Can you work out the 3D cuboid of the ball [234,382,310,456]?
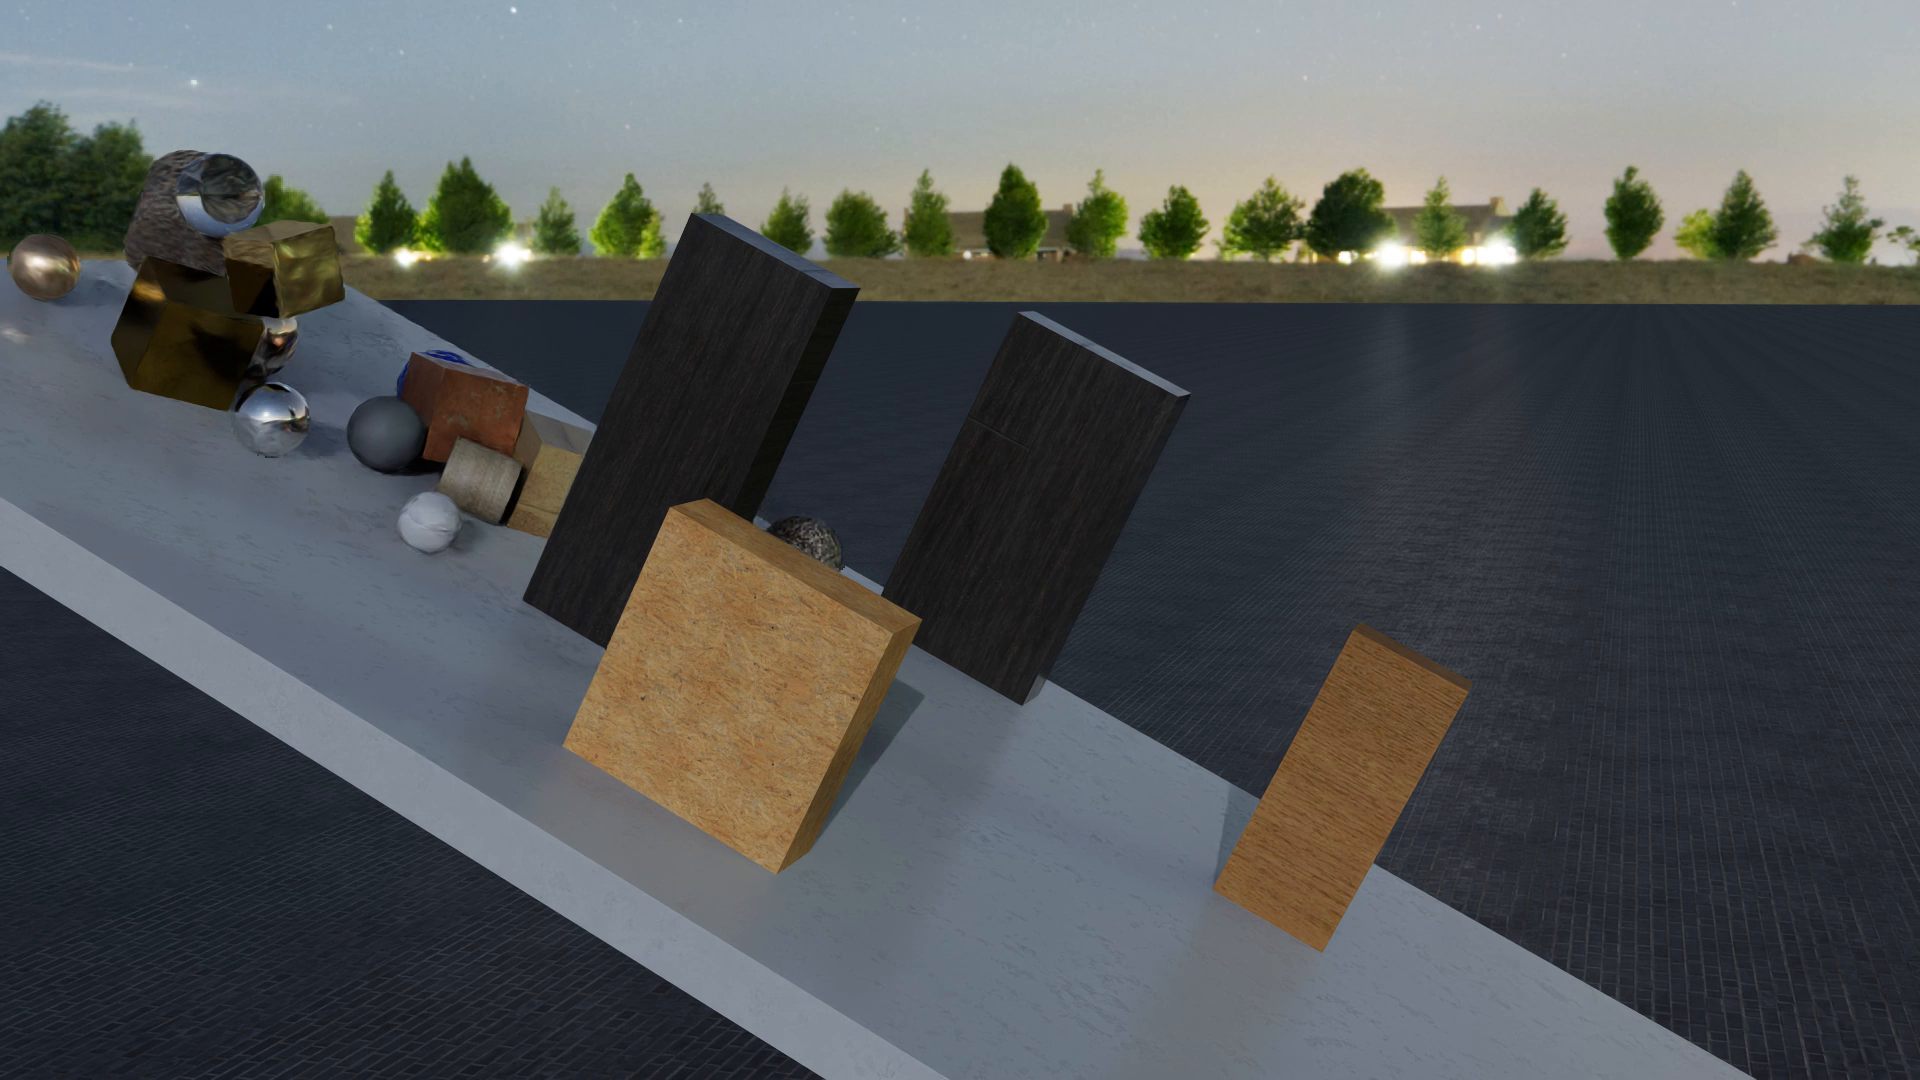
[{"bbox_3d":[-1.287,-0.226,4.114,0.139,0.139,0.139,0,7,0],"label":"ball"}]

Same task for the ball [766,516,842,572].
[{"bbox_3d":[-0.347,0.045,4.693,0.191,0.191,0.191,0,7,0],"label":"ball"}]

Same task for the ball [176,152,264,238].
[{"bbox_3d":[-1.419,-0.661,4.221,0.162,0.162,0.162,0,7,0],"label":"ball"}]

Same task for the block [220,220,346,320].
[{"bbox_3d":[-1.279,-0.514,4.161,0.146,0.146,0.146,10,25,33],"label":"block"}]

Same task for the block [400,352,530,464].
[{"bbox_3d":[-1.017,-0.256,4.465,0.185,0.185,0.185,12,7,-37],"label":"block"}]

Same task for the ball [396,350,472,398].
[{"bbox_3d":[-1.109,-0.317,4.682,0.179,0.179,0.179,0,7,0],"label":"ball"}]

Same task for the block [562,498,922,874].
[{"bbox_3d":[-0.348,0.228,3.499,0.409,0.437,0.144,29,14,12],"label":"block"}]

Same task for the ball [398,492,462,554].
[{"bbox_3d":[-0.969,-0.032,4.020,0.115,0.115,0.115,0,7,0],"label":"ball"}]

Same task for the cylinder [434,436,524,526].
[{"bbox_3d":[-0.949,-0.117,4.326,0.135,0.135,0.135,23,2,-14],"label":"cylinder"}]

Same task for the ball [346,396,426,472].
[{"bbox_3d":[-1.126,-0.209,4.316,0.149,0.149,0.149,0,7,0],"label":"ball"}]

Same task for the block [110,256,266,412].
[{"bbox_3d":[-1.487,-0.397,4.230,0.192,0.192,0.192,15,23,-40],"label":"block"}]

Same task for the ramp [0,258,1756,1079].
[{"bbox_3d":[-0.243,0.408,4.159,4.000,0.100,2.000,29,14,12],"label":"ramp"}]

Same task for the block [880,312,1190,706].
[{"bbox_3d":[0.149,-0.070,4.813,0.394,0.759,0.140,29,14,12],"label":"block"}]

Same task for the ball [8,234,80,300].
[{"bbox_3d":[-1.809,-0.541,4.349,0.131,0.131,0.131,0,7,0],"label":"ball"}]

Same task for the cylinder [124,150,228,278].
[{"bbox_3d":[-1.554,-0.639,4.428,0.206,0.206,0.206,0,47,-2],"label":"cylinder"}]

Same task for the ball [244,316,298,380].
[{"bbox_3d":[-1.437,-0.419,4.455,0.186,0.186,0.186,0,7,0],"label":"ball"}]

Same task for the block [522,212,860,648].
[{"bbox_3d":[-0.491,-0.170,3.981,0.294,0.782,0.144,29,14,12],"label":"block"}]

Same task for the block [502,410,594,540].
[{"bbox_3d":[-0.814,-0.120,4.466,0.189,0.189,0.189,18,16,-29],"label":"block"}]

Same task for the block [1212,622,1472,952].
[{"bbox_3d":[0.732,0.474,4.223,0.240,0.584,0.105,29,14,12],"label":"block"}]
